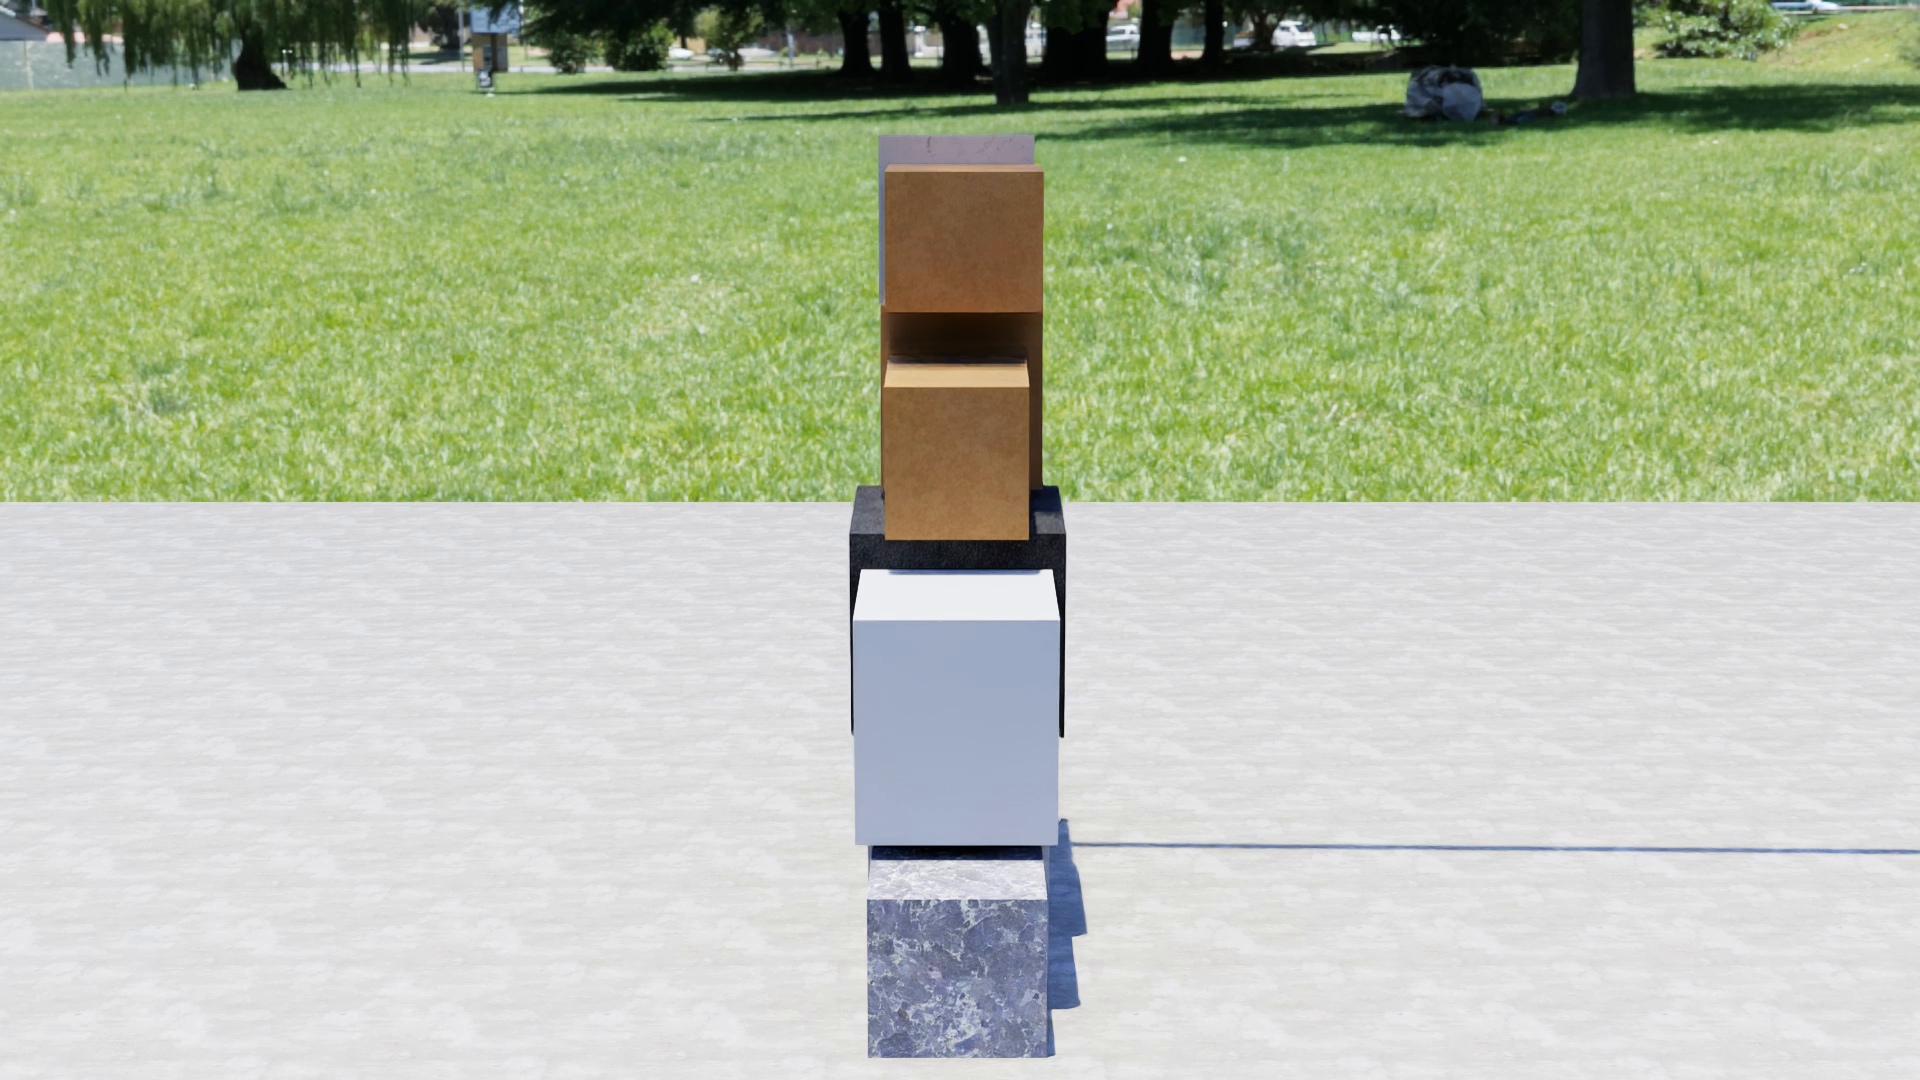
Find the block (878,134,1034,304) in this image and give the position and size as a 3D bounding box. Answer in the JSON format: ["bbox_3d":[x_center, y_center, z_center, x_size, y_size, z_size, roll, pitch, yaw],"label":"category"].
[{"bbox_3d":[-0.015,-1.395,11.282,0.663,0.720,0.702,0,5,0],"label":"block"}]

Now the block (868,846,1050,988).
[{"bbox_3d":[-0.004,1.353,10.235,0.696,0.672,0.642,0,11,0],"label":"block"}]

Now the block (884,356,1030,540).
[{"bbox_3d":[-0.012,-0.379,10.318,0.563,0.611,0.676,0,14,0],"label":"block"}]

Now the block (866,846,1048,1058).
[{"bbox_3d":[-0.011,1.514,9.568,0.645,0.598,0.714,0,10,0],"label":"block"}]

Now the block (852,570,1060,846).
[{"bbox_3d":[-0.013,0.629,9.898,0.760,0.868,0.813,0,13,0],"label":"block"}]

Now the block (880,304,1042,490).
[{"bbox_3d":[0.007,-0.625,11.034,0.675,0.768,0.709,0,5,0],"label":"block"}]

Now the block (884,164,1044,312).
[{"bbox_3d":[0.017,-1.253,10.596,0.638,0.562,0.612,0,11,0],"label":"block"}]

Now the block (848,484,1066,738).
[{"bbox_3d":[-0.009,0.282,10.680,0.863,0.851,0.847,0,14,0],"label":"block"}]
